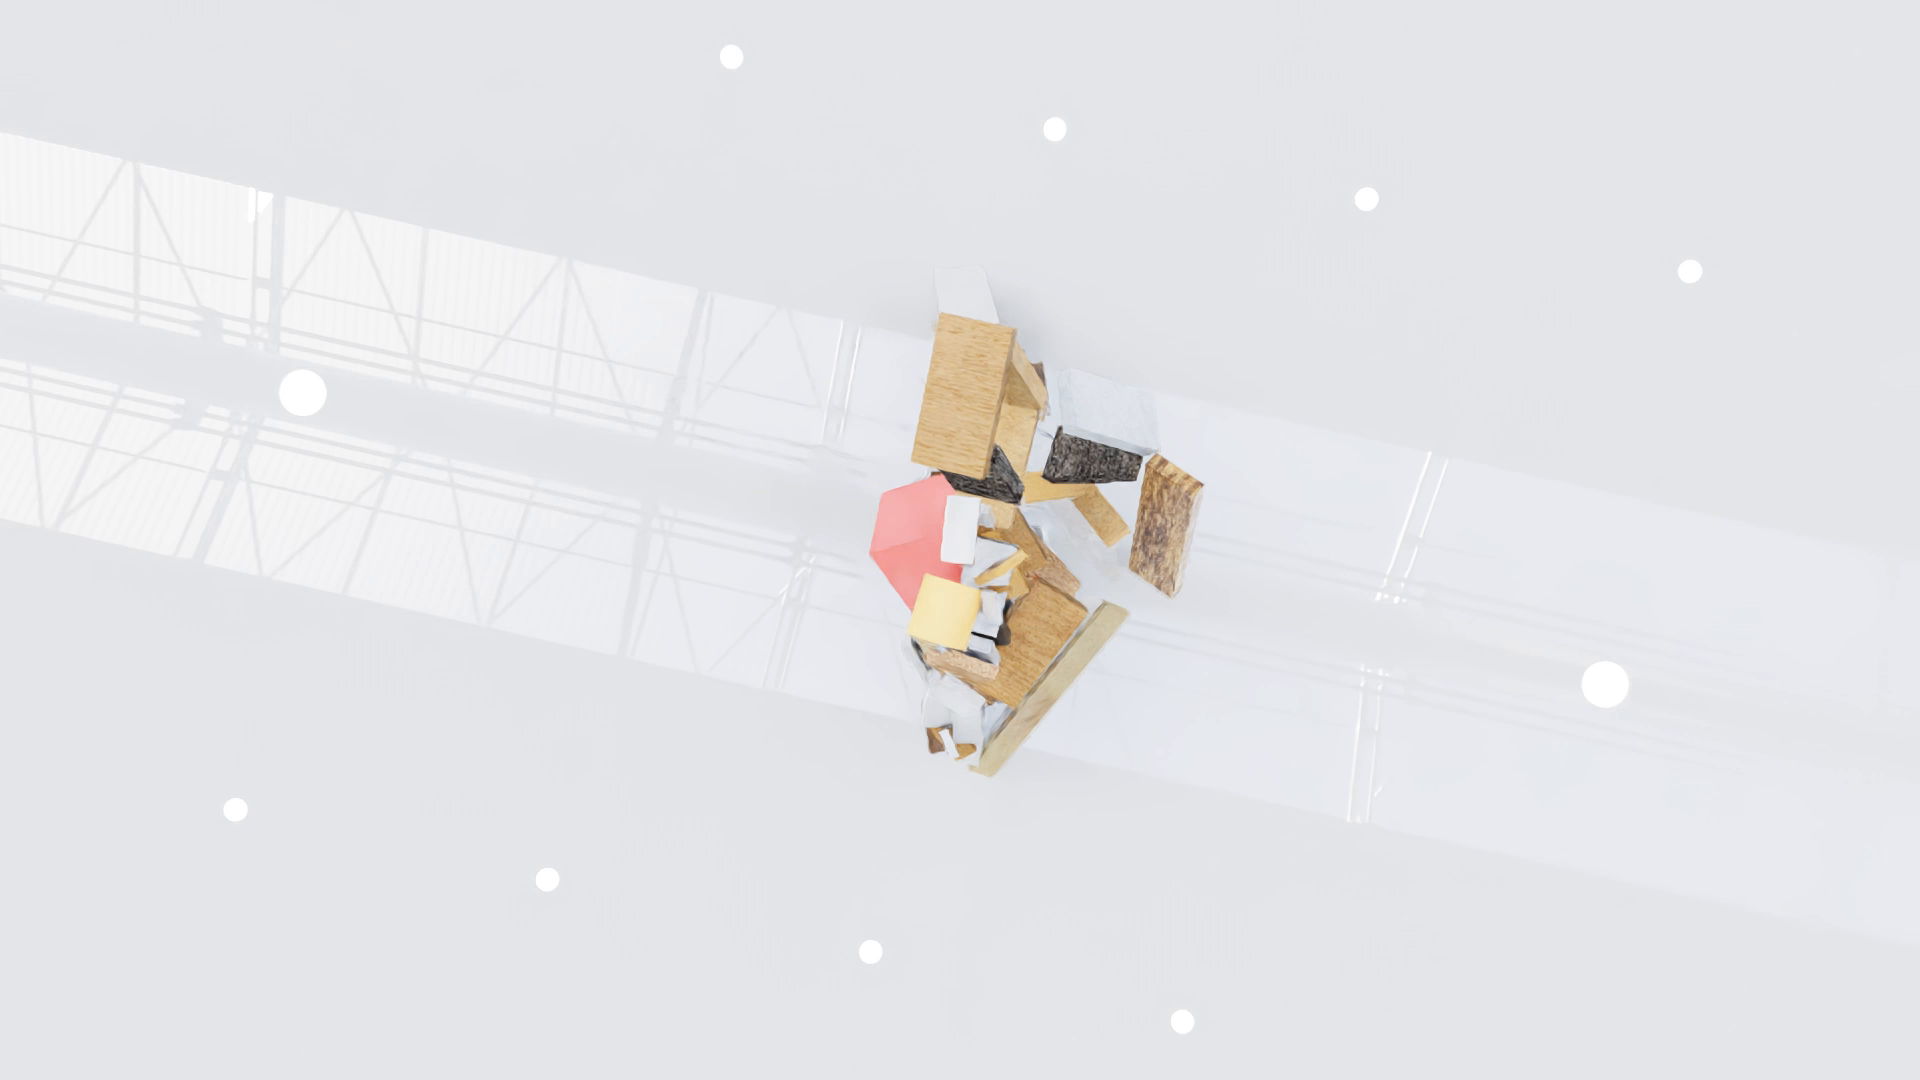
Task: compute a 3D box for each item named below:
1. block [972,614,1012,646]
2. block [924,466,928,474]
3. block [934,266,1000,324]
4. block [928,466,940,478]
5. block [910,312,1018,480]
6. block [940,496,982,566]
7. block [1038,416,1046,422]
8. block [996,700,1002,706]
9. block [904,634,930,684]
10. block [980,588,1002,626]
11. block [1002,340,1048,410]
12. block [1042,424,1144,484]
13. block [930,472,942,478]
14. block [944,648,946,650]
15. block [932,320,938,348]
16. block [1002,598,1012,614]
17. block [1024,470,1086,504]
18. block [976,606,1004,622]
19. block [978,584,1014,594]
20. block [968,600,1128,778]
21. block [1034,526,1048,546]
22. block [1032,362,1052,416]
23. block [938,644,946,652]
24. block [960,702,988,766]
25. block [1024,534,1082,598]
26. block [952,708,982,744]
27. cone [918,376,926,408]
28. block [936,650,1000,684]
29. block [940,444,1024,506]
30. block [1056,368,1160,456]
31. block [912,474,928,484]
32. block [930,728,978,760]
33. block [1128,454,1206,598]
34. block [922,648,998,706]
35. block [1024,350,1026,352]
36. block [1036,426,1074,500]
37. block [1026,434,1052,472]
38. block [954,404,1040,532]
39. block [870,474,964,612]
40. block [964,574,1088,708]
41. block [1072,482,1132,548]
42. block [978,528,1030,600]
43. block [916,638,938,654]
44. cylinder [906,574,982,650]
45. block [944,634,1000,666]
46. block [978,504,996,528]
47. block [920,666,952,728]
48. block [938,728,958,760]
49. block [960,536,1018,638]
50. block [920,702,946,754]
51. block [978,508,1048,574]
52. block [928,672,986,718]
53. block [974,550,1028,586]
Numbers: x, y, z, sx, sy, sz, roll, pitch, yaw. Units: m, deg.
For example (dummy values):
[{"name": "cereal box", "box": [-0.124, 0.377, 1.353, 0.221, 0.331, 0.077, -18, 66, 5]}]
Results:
[{"name": "block", "box": [0.050, 0.205, 4.408, 0.122, 0.245, 0.035, 3, 59, 19]}, {"name": "block", "box": [-0.020, -0.173, 5.396, 0.162, 0.046, 0.324, -12, 120, 1]}, {"name": "block", "box": [0.018, -0.694, 4.942, 0.161, 1.070, 0.046, -2, 110, -2]}, {"name": "block", "box": [-0.022, -0.159, 5.248, 0.162, 0.046, 0.324, 3, 94, 20]}, {"name": "block", "box": [0.009, -0.328, 3.743, 0.173, 0.049, 0.347, 14, 100, 15]}, {"name": "block", "box": [0.001, -0.024, 3.960, 0.080, 0.023, 0.160, 6, 87, 7]}, {"name": "block", "box": [0.213, -0.415, 5.113, 0.121, 0.017, 0.060, 16, 102, -16]}, {"name": "block", "box": [0.096, 0.328, 5.361, 0.279, 0.279, 0.279, 35, 90, 0]}, {"name": "block", "box": [-0.118, 0.392, 5.179, 0.027, 0.096, 0.192, -27, 110, 9]}, {"name": "block", "box": [0.079, 0.166, 4.125, 0.013, 0.046, 0.092, -35, 127, -37]}, {"name": "block", "box": [0.087, -0.403, 3.932, 0.173, 0.347, 0.049, 12, 78, 18]}, {"name": "block", "box": [0.372, -0.239, 4.509, 0.046, 0.322, 0.161, 29, 72, -37]}, {"name": "block", "box": [0.019, -0.077, 5.058, 0.148, 0.042, 0.335, -6, 52, -15]}, {"name": "block", "box": [0.025, 0.265, 4.736, 0.154, 0.309, 0.044, 2, 118, -11]}, {"name": "block", "box": [0.004, -0.517, 5.221, 0.179, 0.051, 0.358, -1, 98, 0]}, {"name": "block", "box": [0.009, 0.127, 4.857, 0.175, 0.563, 0.049, -2, 107, -11]}, {"name": "block", "box": [0.263, -0.158, 4.682, 0.171, 0.024, 0.085, -7, 117, 12]}, {"name": "block", "box": [0.062, 0.184, 4.200, 0.046, 0.092, 0.013, 29, 57, -30]}, {"name": "block", "box": [0.090, 0.125, 4.184, 0.046, 0.092, 0.013, -13, 95, -31]}, {"name": "block", "box": [0.278, 0.488, 5.311, 0.093, 0.026, 0.767, 22, 118, -30]}, {"name": "block", "box": [0.272, 0.036, 5.455, 0.024, 0.085, 0.169, -6, 89, 12]}, {"name": "block", "box": [0.223, -0.450, 4.973, 0.080, 0.023, 0.159, -9, 85, 15]}, {"name": "block", "box": [-0.015, 0.243, 4.907, 0.096, 0.027, 0.192, -1, 113, -8]}, {"name": "block", "box": [0.042, 0.539, 5.254, 0.086, 0.024, 0.434, 17, 125, 15]}, {"name": "block", "box": [0.187, 0.036, 4.742, 0.175, 0.349, 0.049, 13, 115, -38]}, {"name": "block", "box": [0.021, 0.577, 5.178, 0.093, 0.185, 0.026, -3, 49, 0]}, {"name": "cone", "box": [-0.065, -0.384, 4.788, 0.223, 0.223, 0.223, -31, 75, 0]}, {"name": "block", "box": [0.018, 0.339, 4.406, 0.132, 0.265, 0.037, 21, 82, -4]}, {"name": "block", "box": [0.039, -0.171, 3.960, 0.173, 0.346, 0.049, 14, 79, 15]}, {"name": "block", "box": [0.380, -0.325, 4.208, 0.046, 0.322, 0.161, -22, 66, 42]}, {"name": "block", "box": [-0.022, -0.079, 5.394, 0.162, 0.046, 0.324, -20, 120, 4]}, {"name": "block", "box": [-0.031, 0.626, 5.309, 0.086, 0.024, 0.173, -31, 103, 35]}, {"name": "block", "box": [0.550, -0.030, 4.434, 0.155, 0.514, 0.044, 36, 64, 20]}, {"name": "block", "box": [0.001, 0.399, 4.820, 0.154, 0.309, 0.044, 39, 83, -16]}, {"name": "block", "box": [0.131, -0.607, 5.145, 0.080, 0.159, 0.023, 21, 94, 30]}, {"name": "block", "box": [0.279, -0.225, 4.846, 0.238, 0.034, 0.119, 40, 105, 41]}, {"name": "block", "box": [0.235, -0.238, 4.757, 0.238, 0.034, 0.119, 21, 94, 13]}, {"name": "block", "box": [0.088, -0.191, 4.168, 0.155, 0.044, 0.310, 13, 85, 11]}, {"name": "block", "box": [-0.068, 0.003, 4.564, 0.245, 0.245, 0.245, -16, 129, 22]}, {"name": "block", "box": [0.179, 0.283, 4.569, 0.175, 0.049, 0.349, 32, 103, -18]}, {"name": "block", "box": [0.380, -0.127, 4.931, 0.086, 0.024, 0.371, -38, 53, 4]}, {"name": "block", "box": [0.087, 0.074, 4.354, 0.122, 0.245, 0.035, -18, 48, 11]}, {"name": "block", "box": [-0.039, 0.372, 5.105, 0.114, 0.032, 0.229, -6, 131, 23]}, {"name": "cylinder", "box": [-0.037, 0.182, 4.157, 0.157, 0.157, 0.157, 17, 89, 0]}, {"name": "block", "box": [0.030, 0.292, 4.407, 0.132, 0.265, 0.037, 16, 78, 9]}, {"name": "block", "box": [0.041, -0.064, 4.052, 0.080, 0.160, 0.023, 13, 80, 9]}, {"name": "block", "box": [-0.024, 0.467, 5.110, 0.154, 0.330, 0.044, 3, 47, -8]}, {"name": "block", "box": [-0.037, 0.641, 5.190, 0.026, 0.185, 0.093, -23, 86, -4]}, {"name": "block", "box": [0.062, 0.117, 4.256, 0.122, 0.035, 0.245, 14, 103, 5]}, {"name": "block", "box": [-0.072, 0.608, 5.416, 0.086, 0.024, 0.173, -12, 101, -17]}, {"name": "block", "box": [0.106, -0.009, 4.332, 0.155, 0.310, 0.044, -22, 48, 10]}, {"name": "block", "box": [-0.011, 0.446, 4.729, 0.132, 0.265, 0.037, 36, 76, -1]}, {"name": "block", "box": [0.099, 0.070, 4.092, 0.080, 0.235, 0.023, -36, 92, -16]}]
